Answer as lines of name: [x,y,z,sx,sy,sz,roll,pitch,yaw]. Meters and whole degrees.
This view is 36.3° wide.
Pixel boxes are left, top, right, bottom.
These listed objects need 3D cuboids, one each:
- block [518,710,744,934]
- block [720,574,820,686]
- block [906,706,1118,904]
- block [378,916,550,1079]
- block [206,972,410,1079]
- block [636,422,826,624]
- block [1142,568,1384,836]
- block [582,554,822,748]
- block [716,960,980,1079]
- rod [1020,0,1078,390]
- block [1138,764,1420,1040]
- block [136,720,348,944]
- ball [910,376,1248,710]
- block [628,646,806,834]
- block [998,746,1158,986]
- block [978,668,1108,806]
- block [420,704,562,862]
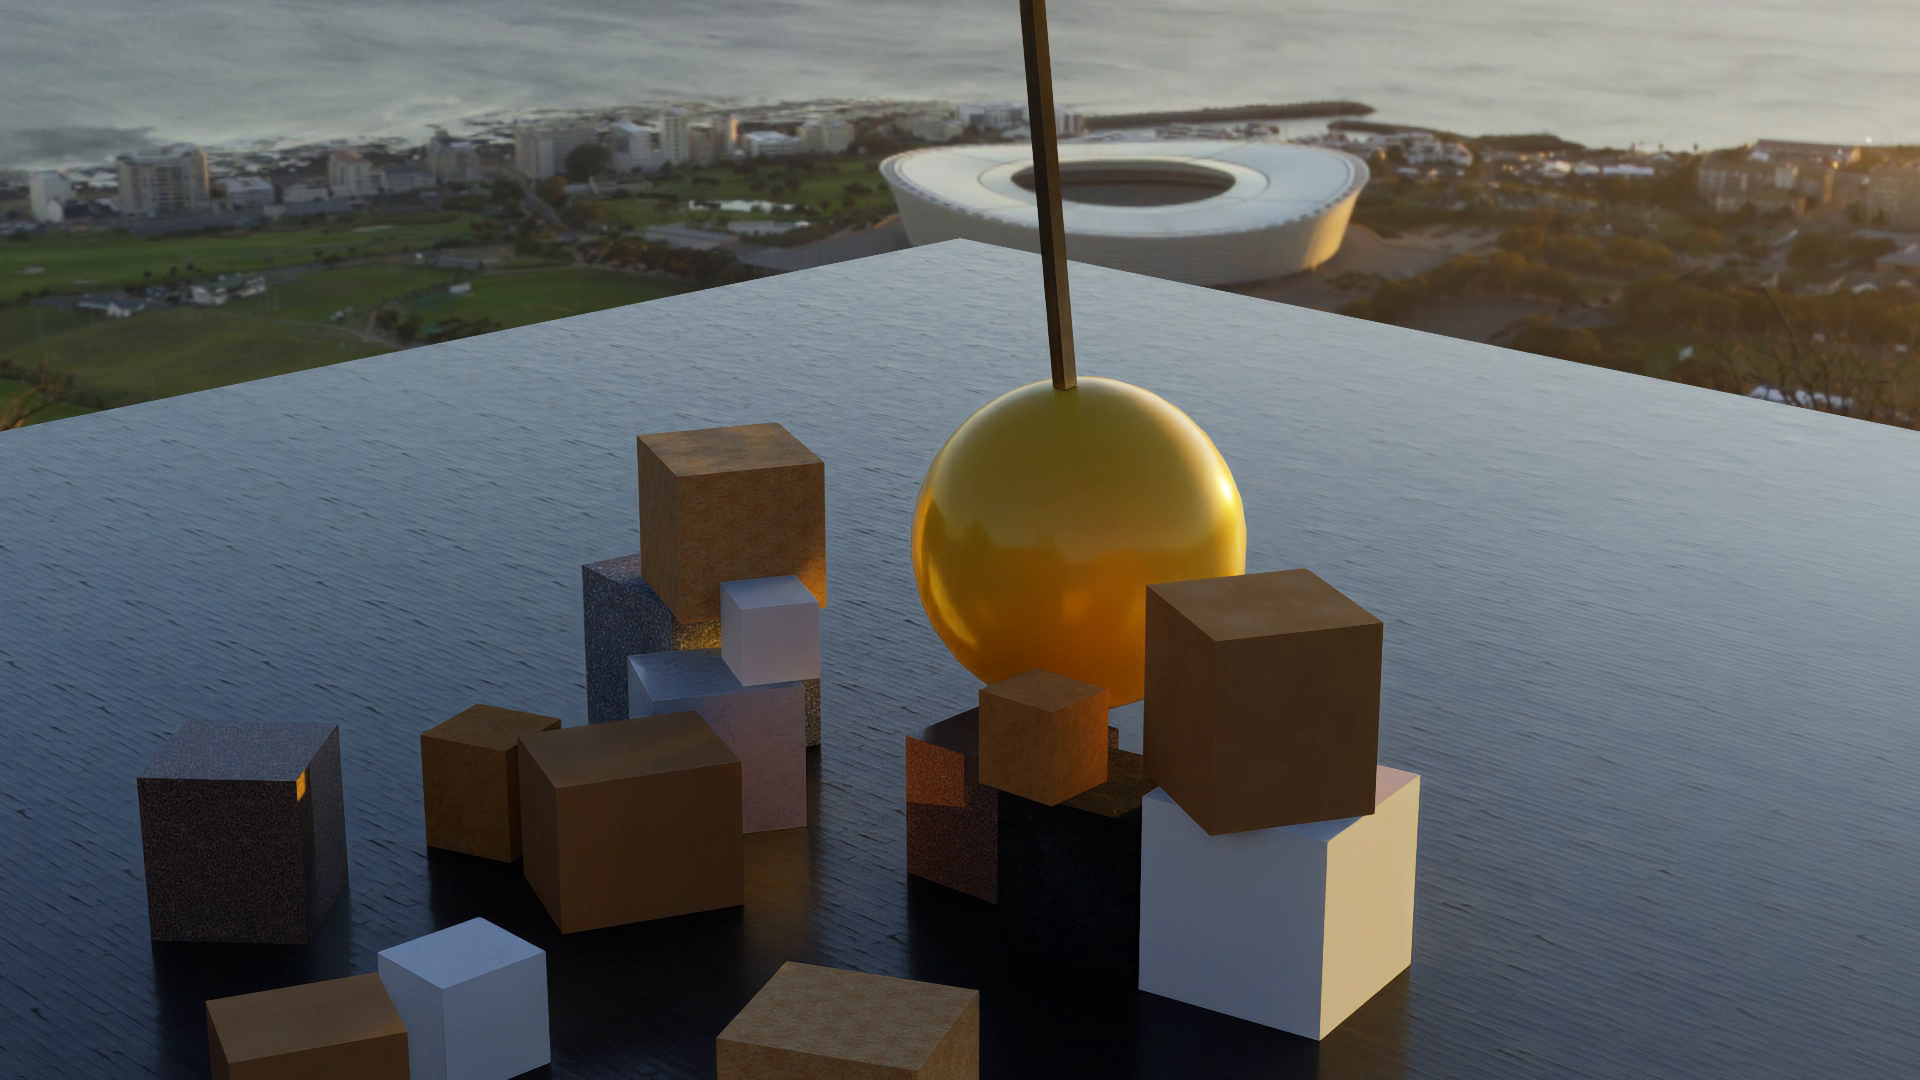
block: [-1.483,1.257,13.197,0.839,0.688,0.688,-7,19,-21]
block: [-0.907,0.428,13.968,0.374,0.382,0.430,-6,18,-17]
block: [0.240,1.193,13.432,0.671,0.669,0.706,15,23,39]
block: [-1.965,1.856,11.630,0.486,0.486,0.450,-16,23,-41]
block: [-2.390,2.040,10.794,0.635,0.634,0.530,-7,19,-21]
block: [-1.127,-0.096,14.410,0.726,0.734,0.787,-6,18,-19]
block: [1.226,0.649,11.998,0.721,0.821,0.738,-6,18,-17]
block: [-1.318,0.585,14.975,0.865,0.904,0.867,-13,21,-35]
block: [-0.396,2.044,10.655,0.759,0.711,0.661,6,18,18]
rod: [0.244,-3.100,12.623,0.080,5.200,0.080,17,32,42]
block: [1.341,1.437,12.317,0.849,0.873,0.854,11,21,32]
block: [-3.161,1.285,12.984,0.694,0.763,0.689,1,17,3]
ball: [0.564,0.019,13.938,1.600,1.600,1.600,0,17,0]
block: [-1.171,0.963,14.092,0.723,0.713,0.657,-5,18,-16]
block: [0.637,1.386,12.697,0.692,0.742,0.674,12,21,32]
block: [0.356,0.836,12.509,0.405,0.421,0.374,15,23,39]
block: [-2.193,1.139,13.794,0.472,0.555,0.460,8,19,25]
